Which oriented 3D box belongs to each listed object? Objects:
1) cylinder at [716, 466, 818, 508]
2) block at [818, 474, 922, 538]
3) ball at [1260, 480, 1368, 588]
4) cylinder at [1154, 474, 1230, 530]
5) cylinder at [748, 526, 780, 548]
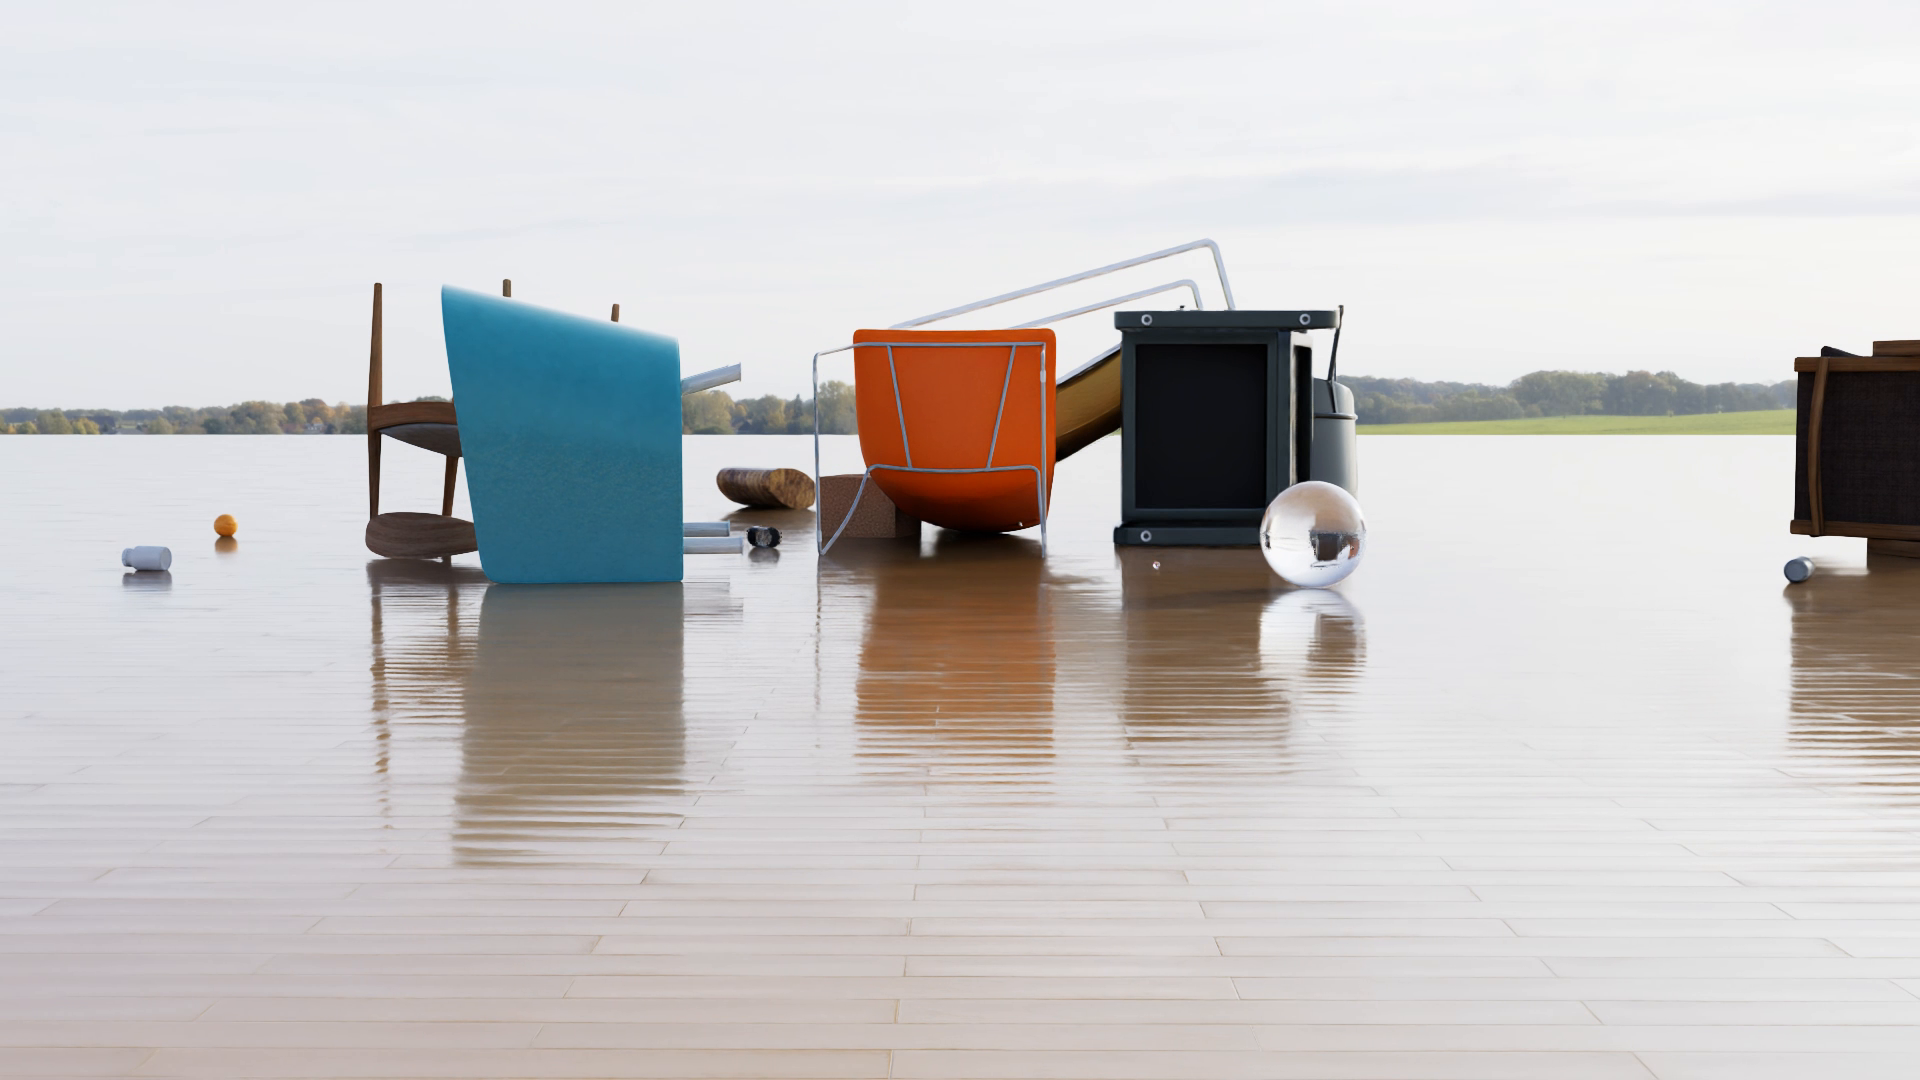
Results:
[{"bbox_3d":[-0.727,-0.200,8.317,0.285,0.142,0.275,4,-11,41],"label":"cylinder"},{"bbox_3d":[-0.277,-0.107,6.785,0.249,0.182,0.238,1,4,18],"label":"block"},{"bbox_3d":[0.796,-0.012,4.945,0.243,0.243,0.243,0,4,0],"label":"ball"},{"bbox_3d":[0.745,-0.122,7.065,0.239,0.140,0.175,31,1,-6],"label":"cylinder"},{"bbox_3d":[-0.556,-0.008,6.236,0.066,0.057,0.068,3,-15,41],"label":"cylinder"}]
